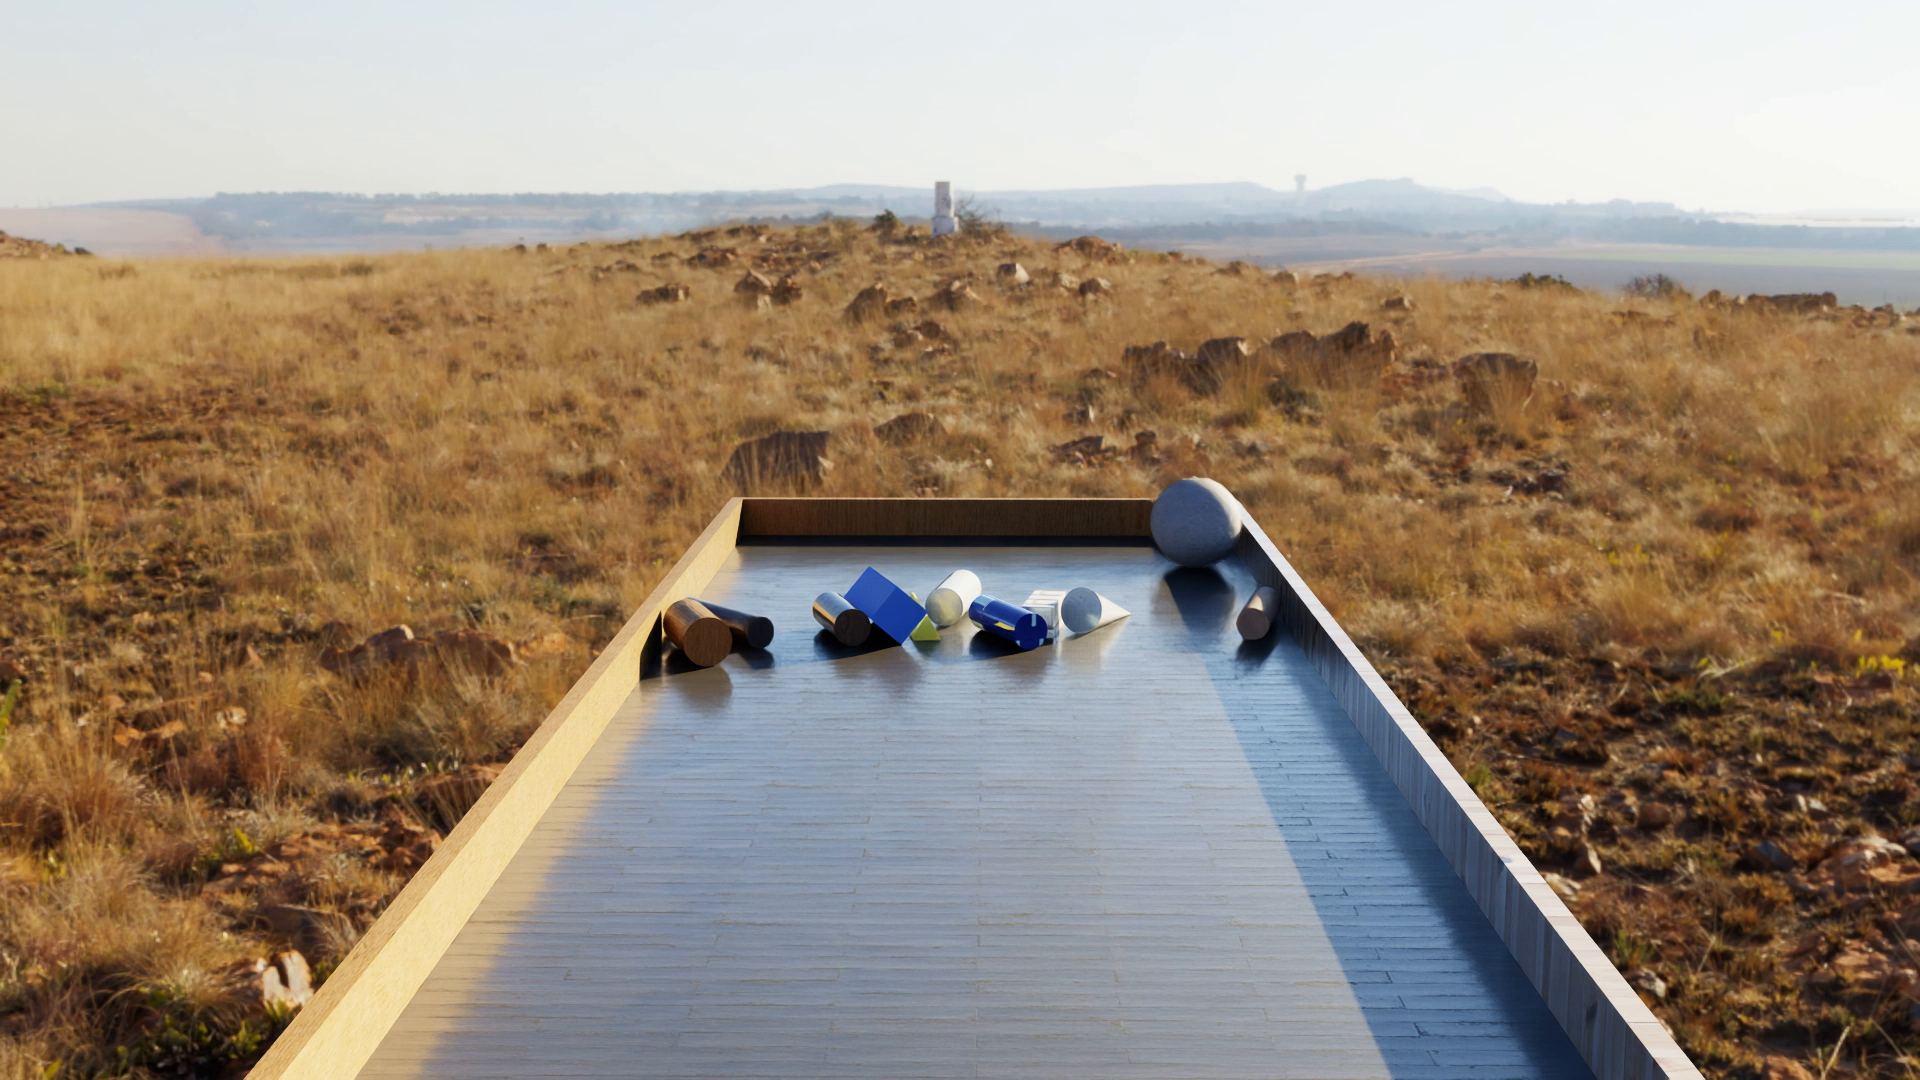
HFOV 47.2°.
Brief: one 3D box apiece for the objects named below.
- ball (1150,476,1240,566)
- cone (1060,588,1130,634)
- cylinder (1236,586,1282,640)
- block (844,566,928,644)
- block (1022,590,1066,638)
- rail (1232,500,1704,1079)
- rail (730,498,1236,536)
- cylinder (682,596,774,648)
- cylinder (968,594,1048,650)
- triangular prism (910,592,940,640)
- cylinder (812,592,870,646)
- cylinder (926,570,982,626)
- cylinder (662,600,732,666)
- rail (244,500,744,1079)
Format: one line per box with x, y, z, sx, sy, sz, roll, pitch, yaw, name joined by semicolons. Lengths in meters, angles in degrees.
0.894;-0.069;8.354;0.342;0.342;0.342;0;9;0;ball
0.486;0.238;7.270;0.150;0.150;0.384;5;-1;30;cone
0.977;0.237;7.178;0.105;0.105;0.391;2;9;14;cylinder
-0.242;0.208;7.097;0.133;0.133;0.392;40;-3;-17;block
0.275;0.239;7.178;0.101;0.101;0.300;2;9;10;block
1.046;0.843;3.208;0.050;0.150;12.000;0;9;1;rail
0.099;-0.098;9.147;2.100;0.150;0.050;0;9;1;rail
-0.755;0.263;7.028;0.102;0.102;0.433;-7;11;-37;cylinder
0.151;0.259;7.005;0.115;0.115;0.353;-4;10;-23;cylinder
-0.132;0.247;7.193;0.090;0.078;0.411;-1;9;-7;triangular prism
-0.382;0.251;7.053;0.117;0.117;0.324;-3;9;-16;cylinder
-0.021;0.193;7.384;0.128;0.128;0.352;2;9;10;cylinder
-0.808;0.282;6.750;0.150;0.150;0.316;-3;10;-19;cylinder
-1.004;0.839;3.234;0.050;0.150;12.000;0;9;1;rail
